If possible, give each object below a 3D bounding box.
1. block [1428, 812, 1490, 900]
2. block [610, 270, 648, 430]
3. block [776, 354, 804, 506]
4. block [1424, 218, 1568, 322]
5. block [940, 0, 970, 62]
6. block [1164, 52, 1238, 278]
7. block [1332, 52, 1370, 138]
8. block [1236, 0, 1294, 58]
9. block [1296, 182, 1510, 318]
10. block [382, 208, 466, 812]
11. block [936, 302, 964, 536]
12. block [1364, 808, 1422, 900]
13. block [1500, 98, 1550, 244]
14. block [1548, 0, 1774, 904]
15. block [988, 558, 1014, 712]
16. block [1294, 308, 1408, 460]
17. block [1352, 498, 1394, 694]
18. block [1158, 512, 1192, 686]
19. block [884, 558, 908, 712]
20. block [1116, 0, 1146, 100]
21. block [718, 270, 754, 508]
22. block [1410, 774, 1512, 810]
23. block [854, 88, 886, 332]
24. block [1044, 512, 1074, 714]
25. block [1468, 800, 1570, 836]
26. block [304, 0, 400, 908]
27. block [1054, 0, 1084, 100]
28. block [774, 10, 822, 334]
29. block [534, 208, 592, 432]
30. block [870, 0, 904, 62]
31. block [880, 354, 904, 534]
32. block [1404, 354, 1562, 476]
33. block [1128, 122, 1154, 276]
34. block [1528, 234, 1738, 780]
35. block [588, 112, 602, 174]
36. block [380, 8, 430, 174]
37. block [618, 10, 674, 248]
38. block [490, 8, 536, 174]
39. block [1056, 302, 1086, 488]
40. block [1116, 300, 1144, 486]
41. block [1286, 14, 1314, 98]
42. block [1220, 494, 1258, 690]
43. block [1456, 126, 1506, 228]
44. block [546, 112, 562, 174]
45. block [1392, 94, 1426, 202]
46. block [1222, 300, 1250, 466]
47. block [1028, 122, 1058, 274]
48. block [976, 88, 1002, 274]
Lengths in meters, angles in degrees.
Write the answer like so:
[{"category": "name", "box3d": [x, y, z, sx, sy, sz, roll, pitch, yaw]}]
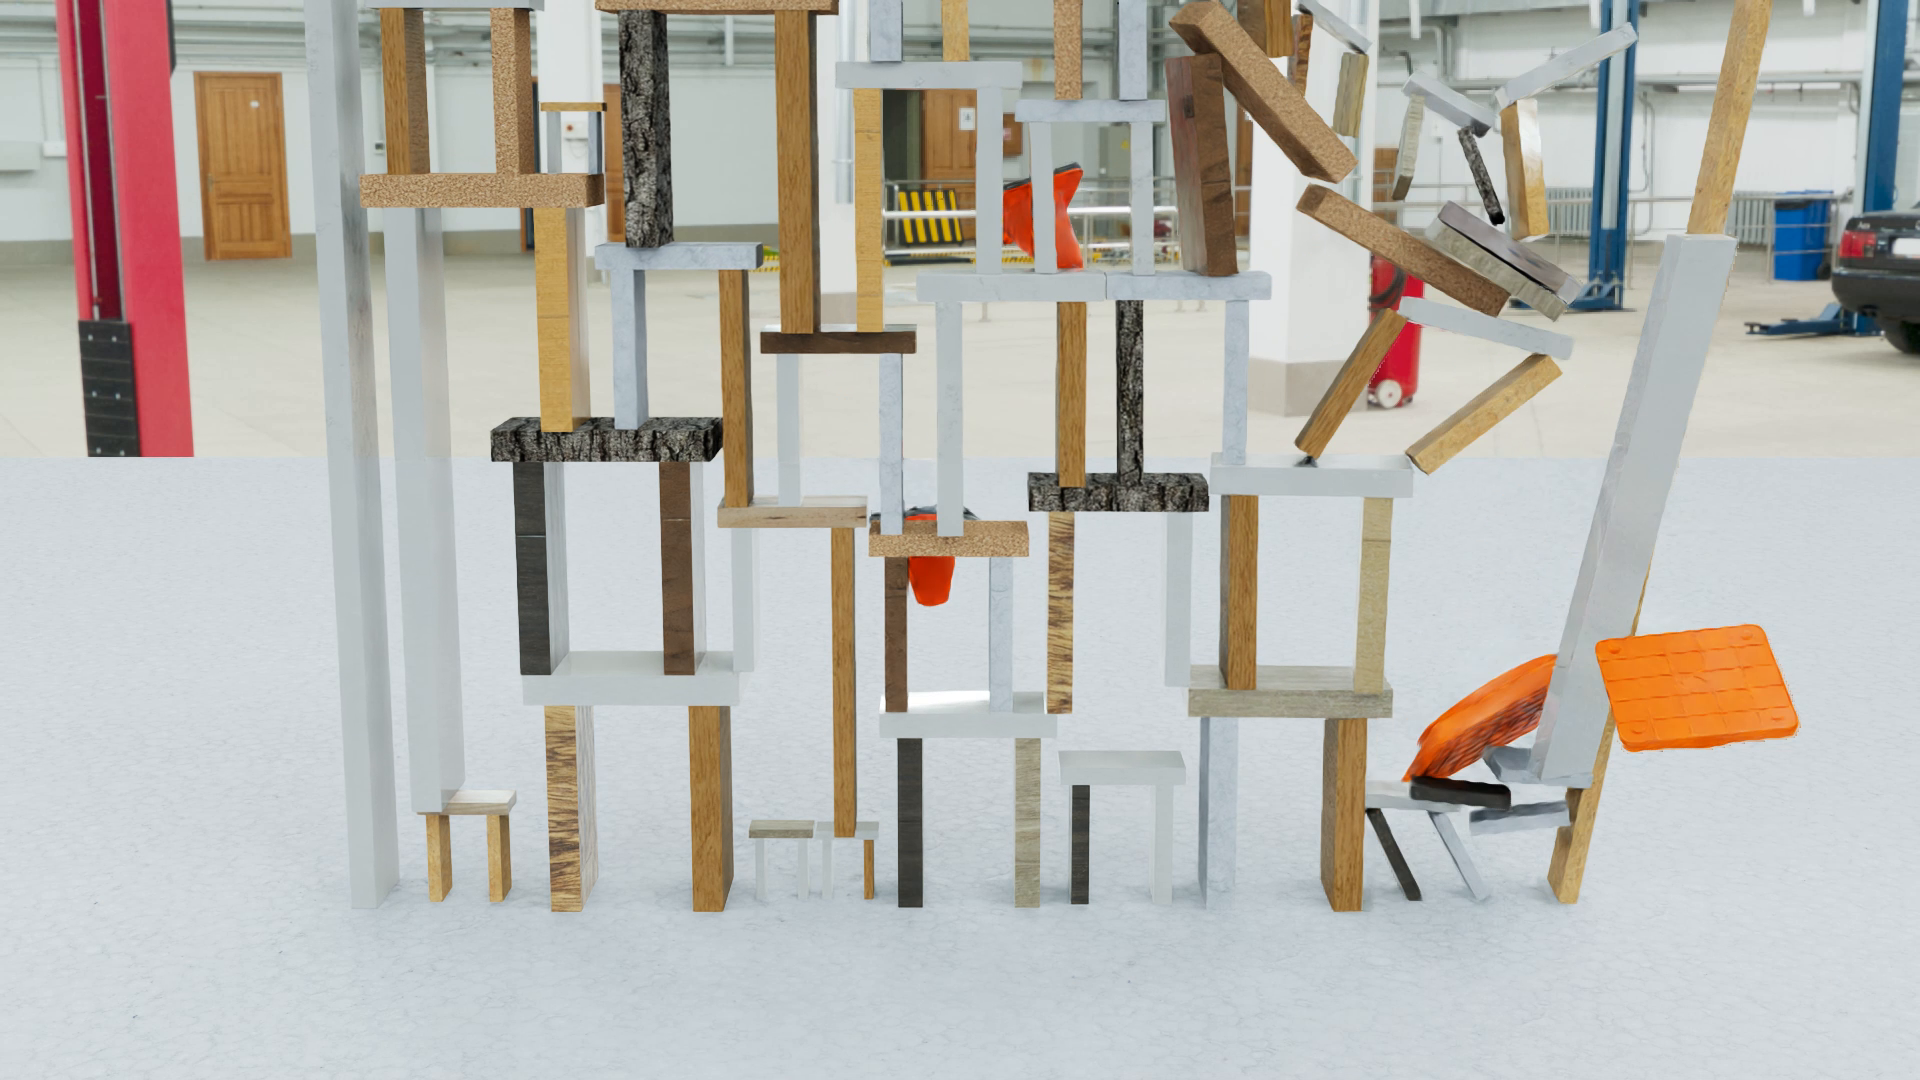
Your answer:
[{"category": "block", "box3d": [0.825, 0.514, 3.658, 0.023, 0.164, 0.082, -29, 9, 5]}, {"category": "block", "box3d": [-0.526, -0.309, 3.502, 0.035, 0.250, 0.125, 0, 11, 0]}, {"category": "block", "box3d": [-0.271, -0.184, 3.527, 0.035, 0.244, 0.122, 0, 11, -1]}, {"category": "block", "box3d": [0.834, -0.423, 3.433, 0.227, 0.032, 0.113, 32, 14, -4]}, {"category": "block", "box3d": [-0.012, -0.881, 3.394, 0.040, 0.280, 0.140, -3, 11, 0]}, {"category": "block", "box3d": [0.377, -0.588, 3.442, 0.048, 0.336, 0.168, -8, 12, -6]}, {"category": "block", "box3d": [0.611, -0.697, 3.441, 0.018, 0.126, 0.063, 2, 15, -16]}, {"category": "block", "box3d": [0.464, -0.893, 3.384, 0.041, 0.290, 0.145, -7, 15, -8]}, {"category": "block", "box3d": [0.711, -0.468, 3.543, 0.338, 0.048, 0.168, 28, 10, -8]}, {"category": "block", "box3d": [-0.861, -0.051, 3.546, 0.049, 0.965, 0.173, 0, 11, 0]}, {"category": "block", "box3d": [-0.016, -0.201, 3.520, 0.041, 0.371, 0.146, 0, 11, 0]}, {"category": "block", "box3d": [0.716, 0.511, 3.657, 0.023, 0.164, 0.082, -26, 11, 5]}, {"category": "block", "box3d": [0.882, -0.575, 3.439, 0.030, 0.210, 0.105, -6, 1, 0]}, {"category": "block", "box3d": [1.113, -0.136, 3.516, 0.030, 1.495, 0.105, 9, 12, 3]}, {"category": "block", "box3d": [0.066, 0.141, 3.592, 0.036, 0.256, 0.128, 0, 11, 0]}, {"category": "block", "box3d": [0.618, -0.249, 3.490, 0.036, 0.257, 0.129, 32, 8, 2]}, {"category": "block", "box3d": [0.663, 0.075, 3.536, 0.045, 0.315, 0.158, 3, 11, 9]}, {"category": "block", "box3d": [0.350, 0.083, 3.576, 0.040, 0.285, 0.143, 0, 11, 1]}, {"category": "block", "box3d": [-0.103, 0.141, 3.591, 0.036, 0.256, 0.128, 0, 11, 0]}, {"category": "block", "box3d": [0.263, -0.884, 3.376, 0.041, 0.405, 0.145, -1, 13, 3]}, {"category": "block", "box3d": [-0.356, -0.247, 3.511, 0.035, 0.375, 0.125, -1, 11, 0]}, {"category": "block", "box3d": [0.816, 0.412, 3.591, 0.158, 0.022, 0.079, 5, 7, 10]}, {"category": "block", "box3d": [-0.141, -0.520, 3.459, 0.040, 0.372, 0.142, 0, 11, 0]}, {"category": "block", "box3d": [0.161, 0.105, 3.583, 0.040, 0.331, 0.143, 0, 11, 0]}, {"category": "block", "box3d": [0.917, 0.456, 3.607, 0.158, 0.022, 0.079, -9, 6, 14]}, {"category": "block", "box3d": [-0.974, -0.279, 3.509, 0.042, 1.767, 0.148, 0, 11, 0]}, {"category": "block", "box3d": [0.167, -0.853, 3.397, 0.040, 0.338, 0.140, 0, 11, 5]}, {"category": "block", "box3d": [-0.253, -0.577, 3.452, 0.050, 0.488, 0.178, 0, 11, 0]}, {"category": "block", "box3d": [-0.630, -0.355, 3.489, 0.049, 0.346, 0.173, 0, 11, 0]}, {"category": "block", "box3d": [-0.113, -0.970, 3.375, 0.048, 0.463, 0.168, 0, 11, 0]}, {"category": "block", "box3d": [-0.109, -0.162, 3.531, 0.035, 0.289, 0.122, 0, 11, 0]}, {"category": "block", "box3d": [0.827, -0.201, 3.484, 0.257, 0.036, 0.129, -38, 2, 7]}, {"category": "block", "box3d": [0.284, -0.537, 3.451, 0.033, 0.235, 0.116, -1, 11, 2]}, {"category": "block", "box3d": [1.029, -0.037, 3.386, 0.113, 0.885, 0.032, -4, 24, -30]}, {"category": "block", "box3d": [-0.570, -0.621, 3.438, 0.014, 0.096, 0.048, 1, 11, 1]}, {"category": "block", "box3d": [-0.864, -0.698, 3.429, 0.036, 0.251, 0.126, 0, 11, 0]}, {"category": "block", "box3d": [-0.490, -0.642, 3.440, 0.050, 0.356, 0.178, 0, 11, 0]}, {"category": "block", "box3d": [-0.697, -0.698, 3.428, 0.036, 0.251, 0.126, 0, 11, 0]}, {"category": "block", "box3d": [0.177, -0.240, 3.513, 0.041, 0.292, 0.146, 0, 11, 0]}, {"category": "block", "box3d": [0.271, -0.241, 3.509, 0.037, 0.293, 0.130, -1, 11, 1]}, {"category": "block", "box3d": [0.528, -0.755, 3.431, 0.018, 0.126, 0.063, 3, 12, -6]}, {"category": "block", "box3d": [0.451, 0.070, 3.562, 0.045, 0.315, 0.158, 0, 11, 1]}, {"category": "block", "box3d": [0.822, -0.573, 3.469, 0.021, 0.148, 0.074, -21, -13, 15]}, {"category": "block", "box3d": [-0.635, -0.621, 3.439, 0.014, 0.096, 0.048, 0, 11, 1]}, {"category": "block", "box3d": [0.704, -0.616, 3.453, 0.021, 0.148, 0.074, 11, -21, 4]}, {"category": "block", "box3d": [0.439, -0.258, 3.505, 0.037, 0.259, 0.130, 1, 11, 7]}, {"category": "block", "box3d": [0.130, -0.540, 3.460, 0.033, 0.232, 0.116, -3, 11, 1]}, {"category": "block", "box3d": [0.046, -0.563, 3.451, 0.040, 0.283, 0.142, 0, 11, 1]}]
